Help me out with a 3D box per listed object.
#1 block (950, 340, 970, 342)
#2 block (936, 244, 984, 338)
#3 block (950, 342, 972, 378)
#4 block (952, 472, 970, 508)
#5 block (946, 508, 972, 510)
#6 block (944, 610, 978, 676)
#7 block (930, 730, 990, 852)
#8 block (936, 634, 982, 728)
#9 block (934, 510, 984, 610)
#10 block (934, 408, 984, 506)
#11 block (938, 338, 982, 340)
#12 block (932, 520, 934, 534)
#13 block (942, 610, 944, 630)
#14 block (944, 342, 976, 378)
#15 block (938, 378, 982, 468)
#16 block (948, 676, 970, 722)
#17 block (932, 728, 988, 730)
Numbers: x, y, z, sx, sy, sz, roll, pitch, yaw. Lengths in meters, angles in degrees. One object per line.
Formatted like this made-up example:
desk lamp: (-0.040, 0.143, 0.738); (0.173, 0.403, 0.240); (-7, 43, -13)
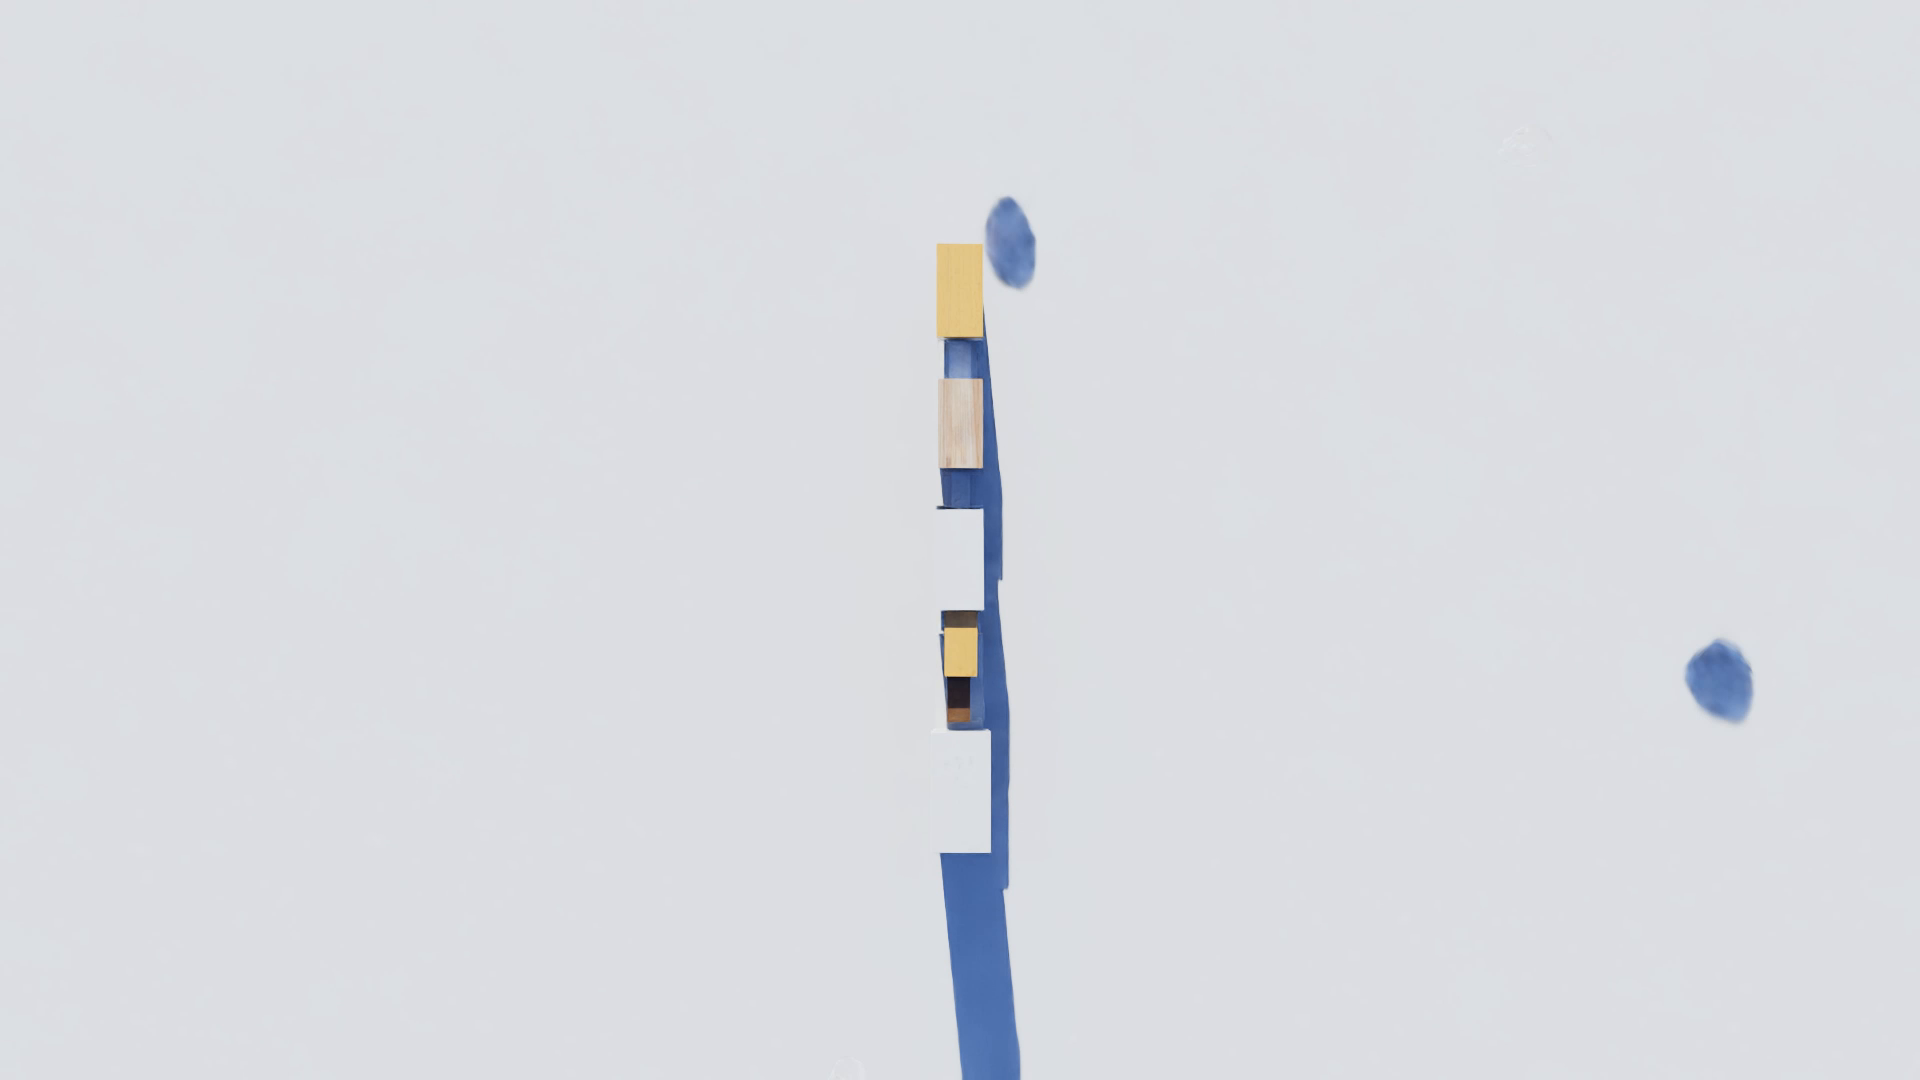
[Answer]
block: (-0.002, -0.699, 5.361); (0.065, 0.018, 0.130); (0, 90, 0)
block: (0.000, -0.762, 5.048); (0.142, 0.040, 0.283); (0, 90, 0)
block: (0.001, -0.547, 5.115); (0.068, 0.019, 0.136); (0, 90, 0)
block: (0.003, -0.152, 5.030); (0.056, 0.016, 0.112); (0, 90, 0)
block: (-0.003, -0.022, 5.327); (0.081, 0.023, 0.161); (0, 90, 0)
block: (0.003, 0.311, 4.952); (0.098, 0.028, 0.195); (0, 90, 0)
block: (0.002, 0.730, 4.790); (0.173, 0.049, 0.347); (0, 90, 0)
block: (-0.002, 0.442, 5.182); (0.148, 0.042, 0.297); (0, 90, 0)
block: (-0.004, 0.059, 4.923); (0.149, 0.042, 0.299); (0, 90, 0)
block: (-0.004, -0.261, 5.171); (0.153, 0.043, 0.307); (0, 90, 0)
block: (-0.001, -0.668, 5.210); (0.142, 0.284, 0.040); (0, 90, 0)
block: (-0.006, -0.041, 5.130); (0.149, 0.372, 0.042); (0, 90, 0)
block: (-0.004, 0.176, 5.259); (0.113, 0.032, 0.225); (0, 90, 0)
block: (0.002, -0.524, 5.275); (0.105, 0.030, 0.210); (0, 90, 0)
block: (0.001, -0.343, 4.869); (0.131, 0.037, 0.262); (0, 90, 0)
block: (-0.004, 0.483, 5.013); (0.069, 0.020, 0.139); (0, 90, 0)
block: (0.002, 0.615, 4.988); (0.173, 0.346, 0.049); (0, 90, 0)
